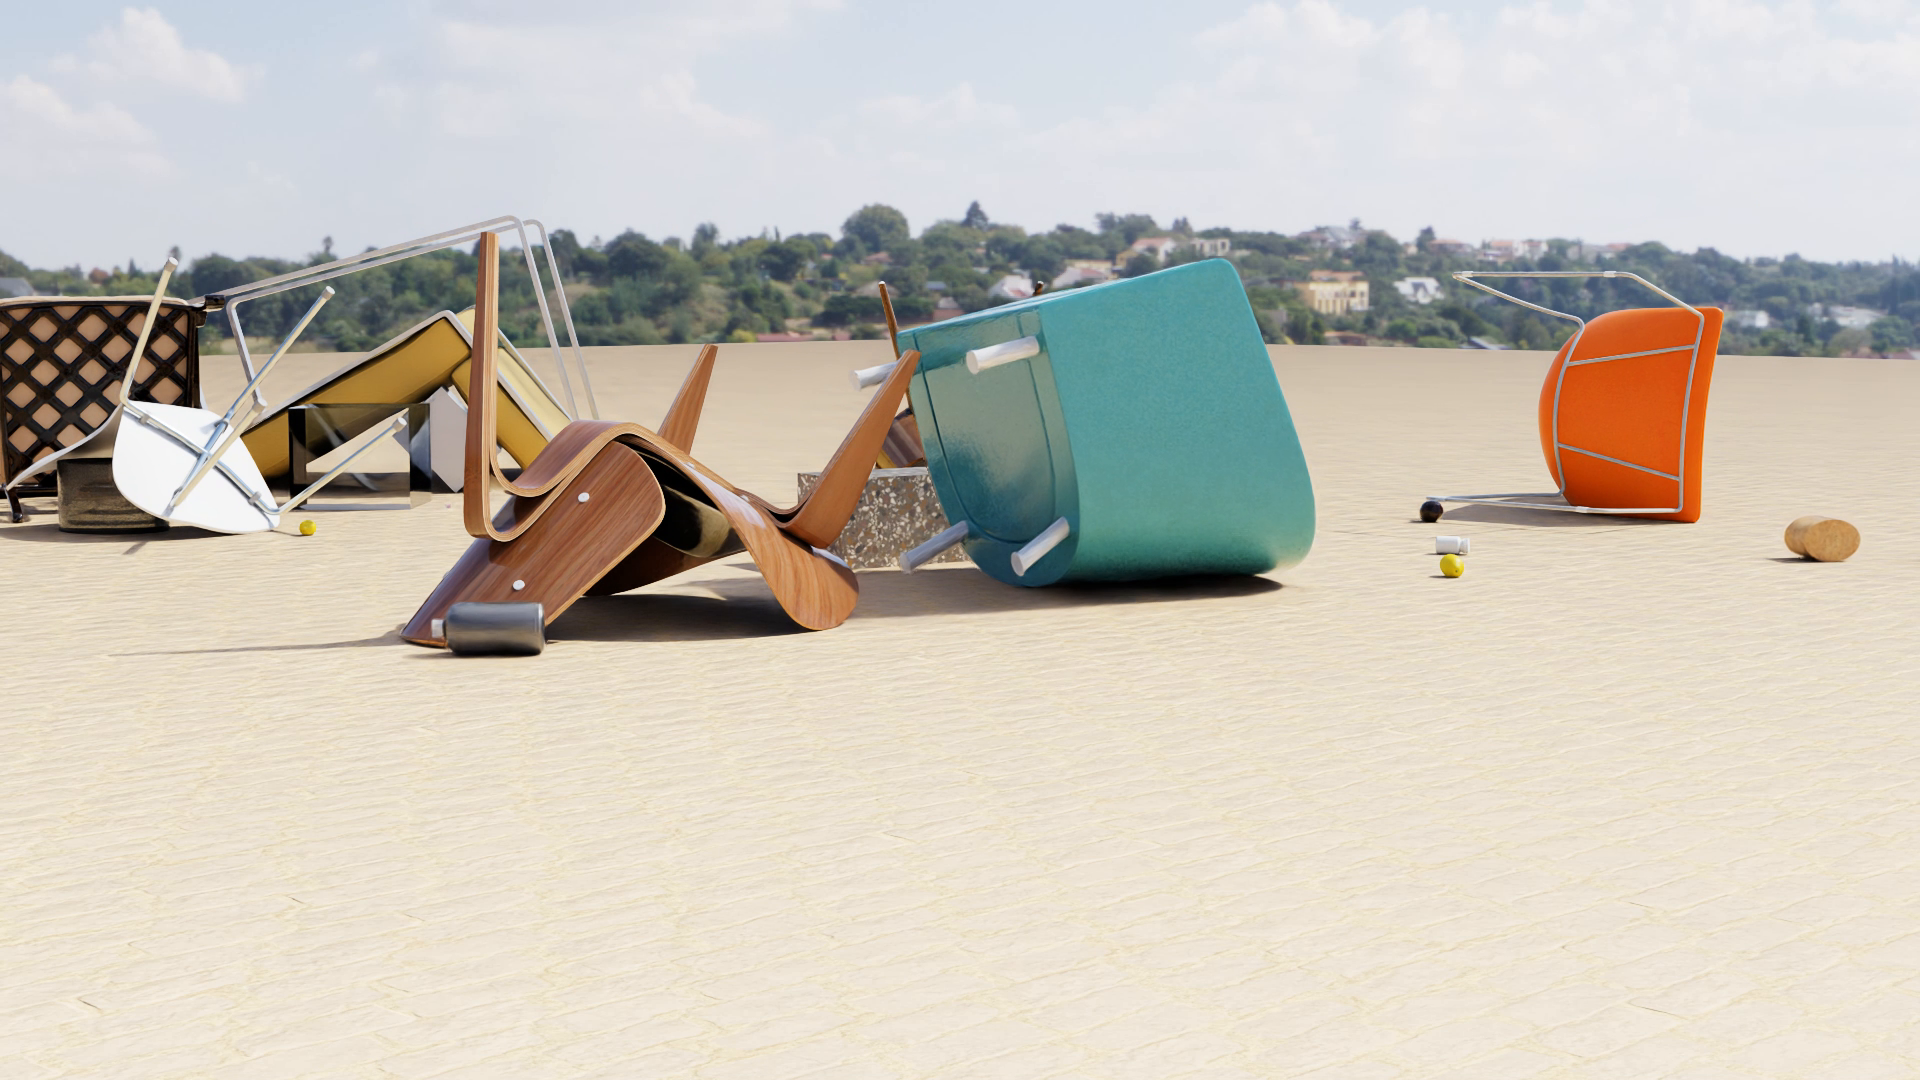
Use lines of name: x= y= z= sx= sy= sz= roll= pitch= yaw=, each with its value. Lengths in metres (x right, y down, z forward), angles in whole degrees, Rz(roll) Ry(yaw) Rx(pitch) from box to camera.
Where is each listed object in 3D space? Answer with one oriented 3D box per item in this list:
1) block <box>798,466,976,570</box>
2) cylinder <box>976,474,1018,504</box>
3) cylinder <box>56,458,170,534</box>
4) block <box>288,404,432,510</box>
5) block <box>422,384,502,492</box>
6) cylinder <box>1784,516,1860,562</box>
block: x=-0.170 y=-0.053 z=5.925 sx=0.352 sy=0.205 sz=0.209 roll=-4 pitch=7 yaw=-34
cylinder: x=0.076 y=-0.149 z=7.466 sx=0.163 sy=0.081 sz=0.142 roll=-1 pitch=8 yaw=-11
cylinder: x=-2.198 y=-0.116 z=6.663 sx=0.305 sy=0.180 sz=0.244 roll=3 pitch=7 yaw=27
block: x=-1.720 y=-0.243 z=7.371 sx=0.339 sy=0.286 sz=0.281 roll=0 pitch=6 yaw=1
block: x=-1.573 y=-0.316 z=7.901 sx=0.188 sy=0.265 sz=0.262 roll=-43 pitch=11 yaw=-3
cylinder: x=2.004 y=-0.003 z=5.965 sx=0.137 sy=0.099 sz=0.102 roll=-1 pitch=6 yaw=-8
